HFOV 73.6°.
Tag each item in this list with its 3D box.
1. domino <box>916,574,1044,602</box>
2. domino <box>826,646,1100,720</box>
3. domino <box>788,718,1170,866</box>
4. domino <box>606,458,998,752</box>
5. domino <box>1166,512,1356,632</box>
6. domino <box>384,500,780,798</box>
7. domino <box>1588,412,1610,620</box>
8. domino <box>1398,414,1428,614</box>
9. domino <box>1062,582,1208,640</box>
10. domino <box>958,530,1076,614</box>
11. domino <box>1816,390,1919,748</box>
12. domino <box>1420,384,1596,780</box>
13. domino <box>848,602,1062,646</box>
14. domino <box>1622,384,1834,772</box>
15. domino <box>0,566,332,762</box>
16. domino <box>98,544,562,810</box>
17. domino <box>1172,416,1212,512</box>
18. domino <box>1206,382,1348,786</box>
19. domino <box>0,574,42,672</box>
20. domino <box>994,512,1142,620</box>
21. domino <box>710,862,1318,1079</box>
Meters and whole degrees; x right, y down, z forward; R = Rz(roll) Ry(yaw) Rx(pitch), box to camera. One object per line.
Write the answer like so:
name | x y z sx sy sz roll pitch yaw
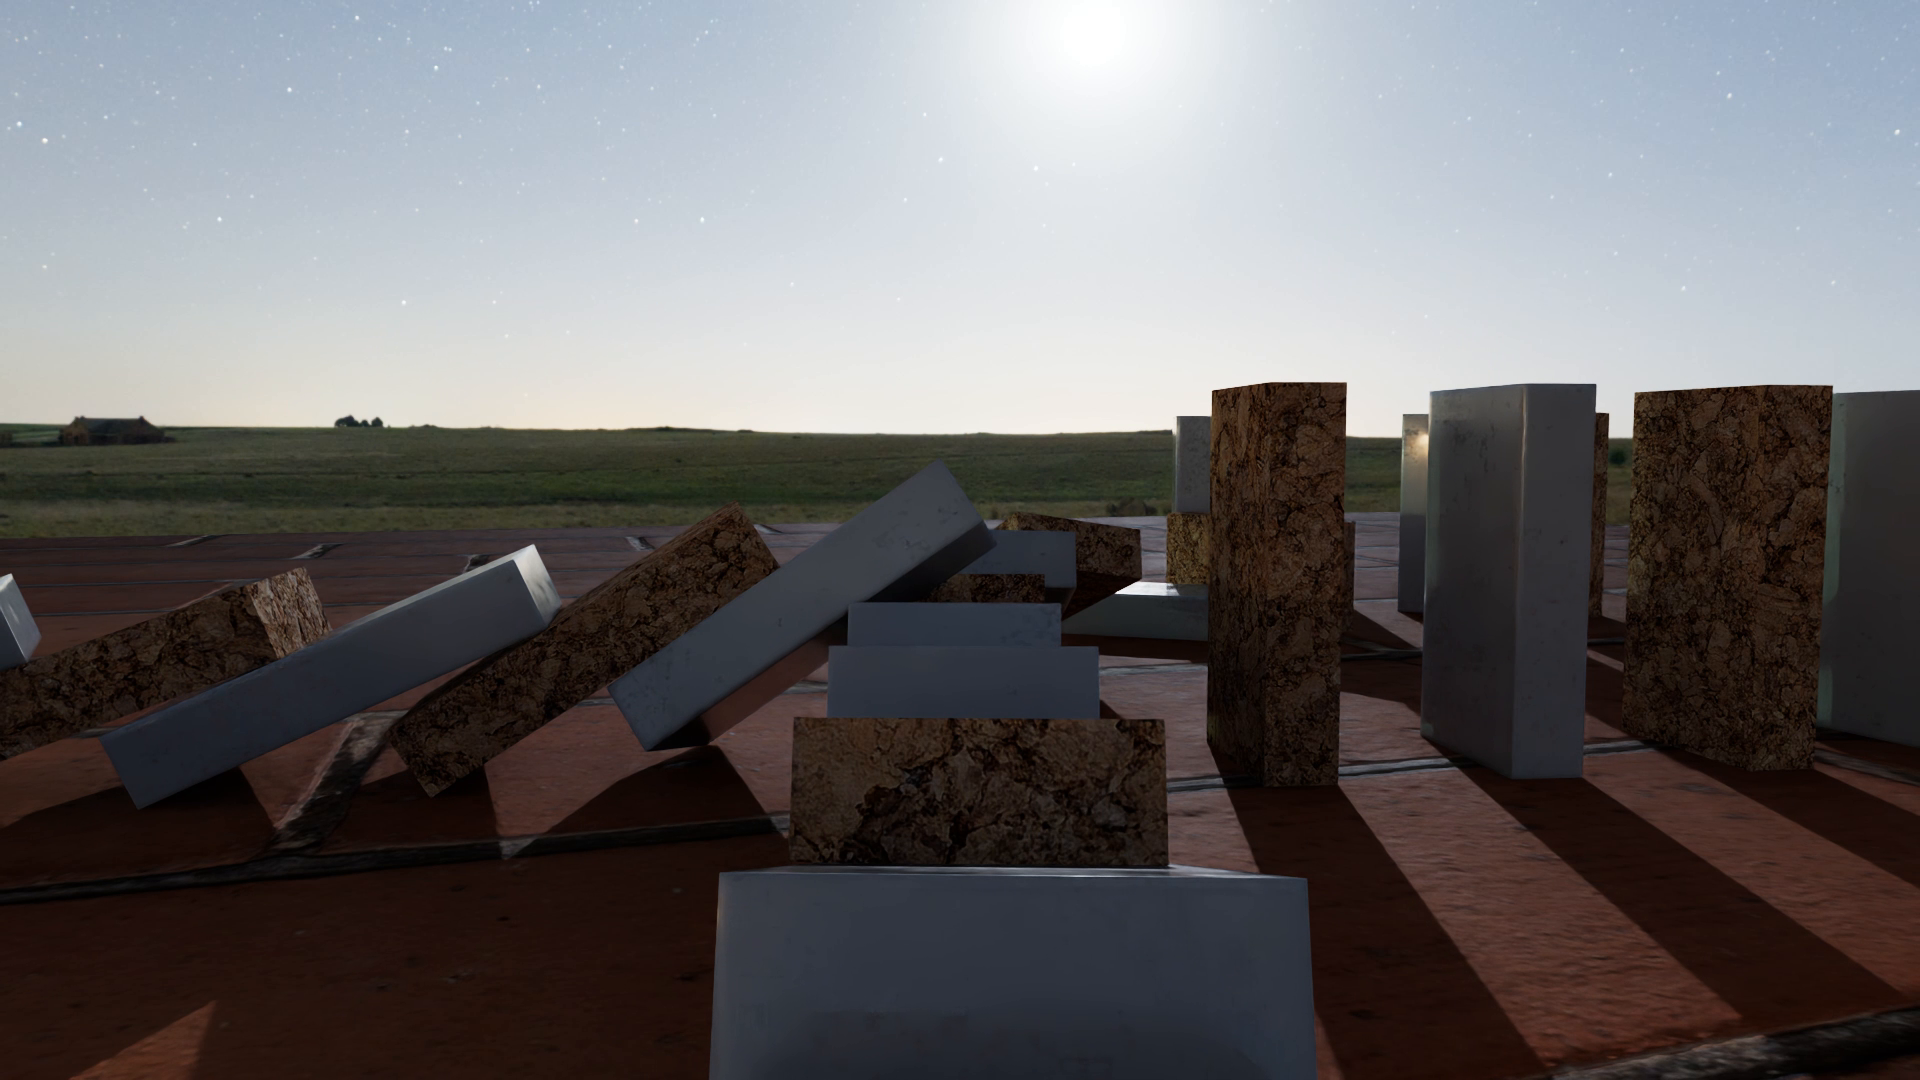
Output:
domino | 0.000 0.015 0.206 0.025 0.009 0.050 0 -13 1
domino | 0.001 0.020 0.142 0.025 0.010 0.050 0 -13 1
domino | 0.002 0.022 0.110 0.025 0.010 0.050 0 -13 2
domino | -0.019 0.009 0.169 0.050 0.010 0.025 -34 -9 1
domino | 0.071 0.007 0.309 0.010 0.025 0.050 -3 5 -36
domino | -0.048 0.013 0.169 0.050 0.010 0.025 -33 10 -7
domino | 0.147 -0.006 0.311 0.025 0.050 0.010 -4 6 -45
domino | 0.123 -0.007 0.332 0.009 0.050 0.025 3 5 37
domino | 0.045 0.016 0.293 0.050 0.010 0.025 2 5 20
domino | 0.005 0.011 0.231 0.025 0.009 0.050 1 -19 -3
domino | 0.137 0.004 0.185 0.010 0.050 0.025 -1 5 -18
domino | 0.073 0.005 0.174 0.010 0.050 0.025 0 4 -6
domino | -0.001 0.018 0.174 0.025 0.009 0.050 0 -13 0
domino | 0.105 0.004 0.178 0.010 0.050 0.025 -1 4 -9
domino | -0.108 0.018 0.159 0.050 0.010 0.025 -21 8 -10
domino | -0.078 0.016 0.165 0.050 0.009 0.025 -25 9 -10
domino | 0.064 -0.009 0.357 0.009 0.050 0.025 1 4 7
domino | 0.041 0.005 0.170 0.009 0.050 0.025 0 4 -5
domino | -0.141 0.019 0.153 0.050 0.009 0.025 -24 16 -29
domino | 0.012 0.008 0.253 0.025 0.009 0.050 8 -20 -21
domino | 0.003 0.025 0.078 0.025 0.009 0.050 0 -13 2
